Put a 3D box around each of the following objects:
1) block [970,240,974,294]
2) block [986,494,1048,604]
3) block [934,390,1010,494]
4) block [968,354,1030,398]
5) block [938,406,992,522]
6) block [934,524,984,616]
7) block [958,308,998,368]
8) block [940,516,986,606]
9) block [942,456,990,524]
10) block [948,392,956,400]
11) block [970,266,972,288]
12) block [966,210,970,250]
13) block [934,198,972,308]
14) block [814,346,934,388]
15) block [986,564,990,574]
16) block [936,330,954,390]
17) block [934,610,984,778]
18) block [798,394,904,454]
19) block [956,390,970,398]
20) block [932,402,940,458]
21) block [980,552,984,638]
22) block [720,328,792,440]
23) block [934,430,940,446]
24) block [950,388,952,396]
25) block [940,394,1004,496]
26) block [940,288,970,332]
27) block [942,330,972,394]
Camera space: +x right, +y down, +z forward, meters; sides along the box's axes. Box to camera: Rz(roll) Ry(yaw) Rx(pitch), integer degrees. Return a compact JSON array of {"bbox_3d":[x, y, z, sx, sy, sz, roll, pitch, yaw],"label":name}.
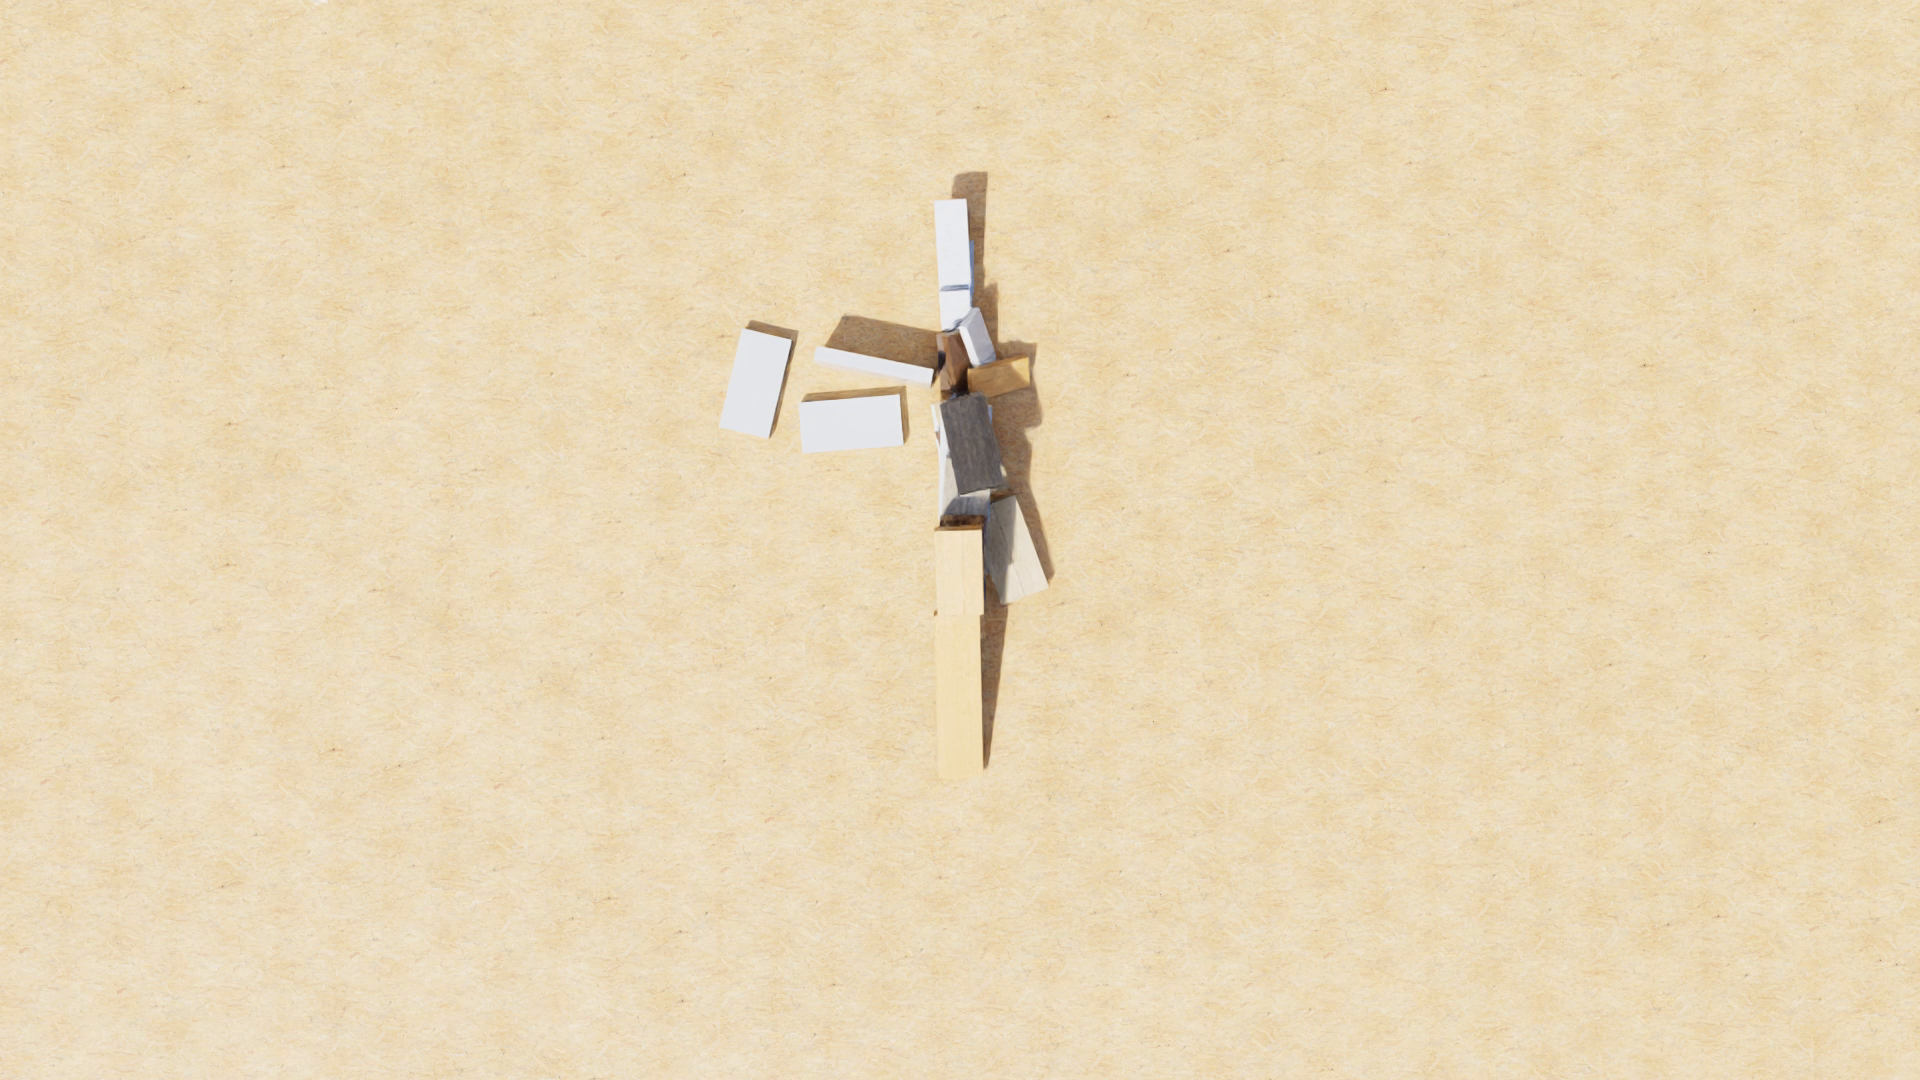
[{"bbox_3d":[0.003,-0.907,5.488,0.088,0.025,0.176,0,90,0],"label":"block"},{"bbox_3d":[0.160,0.031,5.452,0.165,0.047,0.329,-20,98,3],"label":"block"},{"bbox_3d":[0.037,-0.305,5.354,0.165,0.047,0.329,-16,97,1],"label":"block"},{"bbox_3d":[0.128,-0.533,5.425,0.209,0.030,0.104,-17,122,-21],"label":"block"},{"bbox_3d":[0.017,-0.247,5.311,0.165,0.047,0.373,1,96,-1],"label":"block"},{"bbox_3d":[-0.003,0.097,5.188,0.146,0.041,0.292,-2,114,0],"label":"block"},{"bbox_3d":[0.058,-0.644,5.397,0.030,0.104,0.209,4,135,30],"label":"block"},{"bbox_3d":[0.009,0.065,5.266,0.147,0.042,0.294,0,113,0],"label":"block"},{"bbox_3d":[0.017,-0.113,5.281,0.147,0.042,0.294,4,96,-1],"label":"block"},{"bbox_3d":[-0.022,-0.440,5.467,0.057,0.016,0.113,32,105,-12],"label":"block"},{"bbox_3d":[-0.004,-0.814,5.463,0.088,0.025,0.176,-1,107,-1],"label":"block"},{"bbox_3d":[-0.012,-1.009,5.466,0.088,0.025,0.175,0,75,0],"label":"block"},{"bbox_3d":[-0.020,-0.897,5.409,0.104,0.030,0.432,-3,107,0],"label":"block"},{"bbox_3d":[-0.279,-0.566,5.416,0.385,0.167,0.047,12,89,0],"label":"block"},{"bbox_3d":[0.059,0.064,5.470,0.015,0.054,0.108,-25,97,-41],"label":"block"},{"bbox_3d":[-0.022,-0.594,5.450,0.098,0.028,0.195,-4,112,0],"label":"block"},{"bbox_3d":[-0.004,0.506,5.363,0.146,0.041,0.598,-2,113,0],"label":"block"},{"bbox_3d":[-0.361,-0.384,5.476,0.335,0.047,0.167,-5,90,0],"label":"block"},{"bbox_3d":[0.028,-0.443,5.451,0.057,0.016,0.113,-18,109,4],"label":"block"},{"bbox_3d":[-0.019,-0.340,5.451,0.120,0.034,0.239,-8,106,0],"label":"block"},{"bbox_3d":[0.003,0.174,5.266,0.146,0.041,0.292,-2,113,0],"label":"block"},{"bbox_3d":[-0.677,-0.518,5.476,0.167,0.047,0.335,13,90,0],"label":"block"},{"bbox_3d":[0.010,-0.260,5.400,0.120,0.034,0.239,-18,97,1],"label":"block"},{"bbox_3d":[-0.003,-0.471,5.474,0.057,0.016,0.113,-6,109,0],"label":"block"},{"bbox_3d":[0.036,-0.300,5.226,0.147,0.042,0.294,-12,81,-2],"label":"block"},{"bbox_3d":[-0.013,-0.726,5.426,0.098,0.028,0.195,-4,112,0],"label":"block"},{"bbox_3d":[0.002,-0.588,5.393,0.098,0.028,0.195,-28,119,-35],"label":"block"}]
